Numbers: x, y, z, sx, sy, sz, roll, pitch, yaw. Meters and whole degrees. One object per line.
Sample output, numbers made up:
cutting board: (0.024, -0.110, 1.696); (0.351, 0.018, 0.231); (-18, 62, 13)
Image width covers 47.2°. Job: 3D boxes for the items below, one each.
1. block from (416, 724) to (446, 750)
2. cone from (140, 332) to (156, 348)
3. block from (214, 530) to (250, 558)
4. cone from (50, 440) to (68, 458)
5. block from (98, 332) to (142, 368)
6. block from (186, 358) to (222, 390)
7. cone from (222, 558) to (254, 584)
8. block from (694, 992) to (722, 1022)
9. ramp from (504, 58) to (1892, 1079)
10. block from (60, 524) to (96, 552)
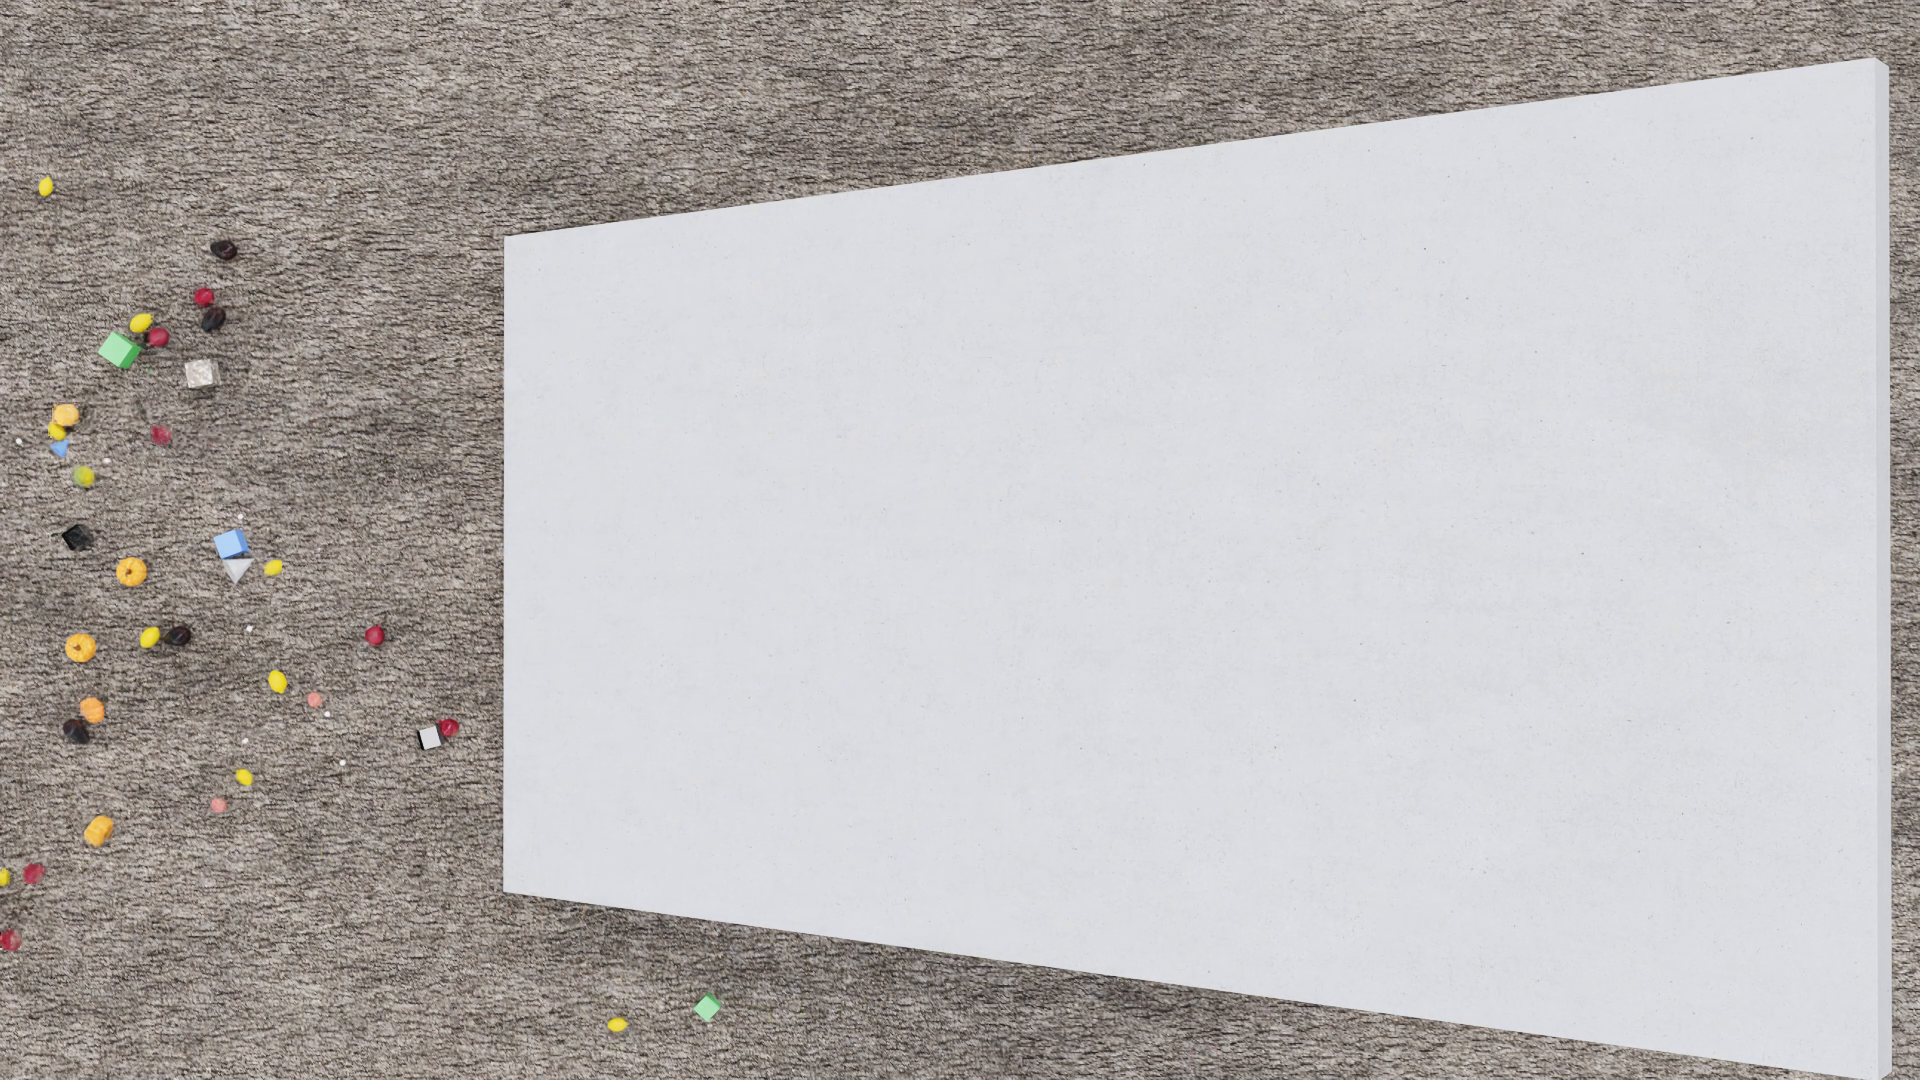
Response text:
block: (-1.627, 0.608, 6.763); (0.061, 0.061, 0.061); (-16, 90, 0)
cone: (-2.518, -0.608, 6.791); (0.050, 0.050, 0.050); (-21, 90, 27)
block: (-2.240, 0.013, 6.763); (0.069, 0.069, 0.069); (-21, 90, 0)
cone: (-2.770, -0.294, 6.788); (0.054, 0.054, 0.054); (35, 63, 0)
block: (-2.584, -0.583, 6.764); (0.077, 0.077, 0.077); (35, 90, 0)
block: (-2.327, -0.510, 6.764); (0.076, 0.076, 0.076); (-10, 90, 0)
cone: (-2.212, 0.077, 6.778); (0.085, 0.085, 0.085); (-31, 90, -27)
block: (-0.776, 1.435, 6.760); (0.056, 0.056, 0.056); (43, 90, 0)
ramp: (0.229, 0.065, 5.547); (4.000, 0.100, 2.000); (0, 89, 37)
block: (-2.714, -0.008, 6.768); (0.060, 0.060, 0.060); (-35, 90, 0)
